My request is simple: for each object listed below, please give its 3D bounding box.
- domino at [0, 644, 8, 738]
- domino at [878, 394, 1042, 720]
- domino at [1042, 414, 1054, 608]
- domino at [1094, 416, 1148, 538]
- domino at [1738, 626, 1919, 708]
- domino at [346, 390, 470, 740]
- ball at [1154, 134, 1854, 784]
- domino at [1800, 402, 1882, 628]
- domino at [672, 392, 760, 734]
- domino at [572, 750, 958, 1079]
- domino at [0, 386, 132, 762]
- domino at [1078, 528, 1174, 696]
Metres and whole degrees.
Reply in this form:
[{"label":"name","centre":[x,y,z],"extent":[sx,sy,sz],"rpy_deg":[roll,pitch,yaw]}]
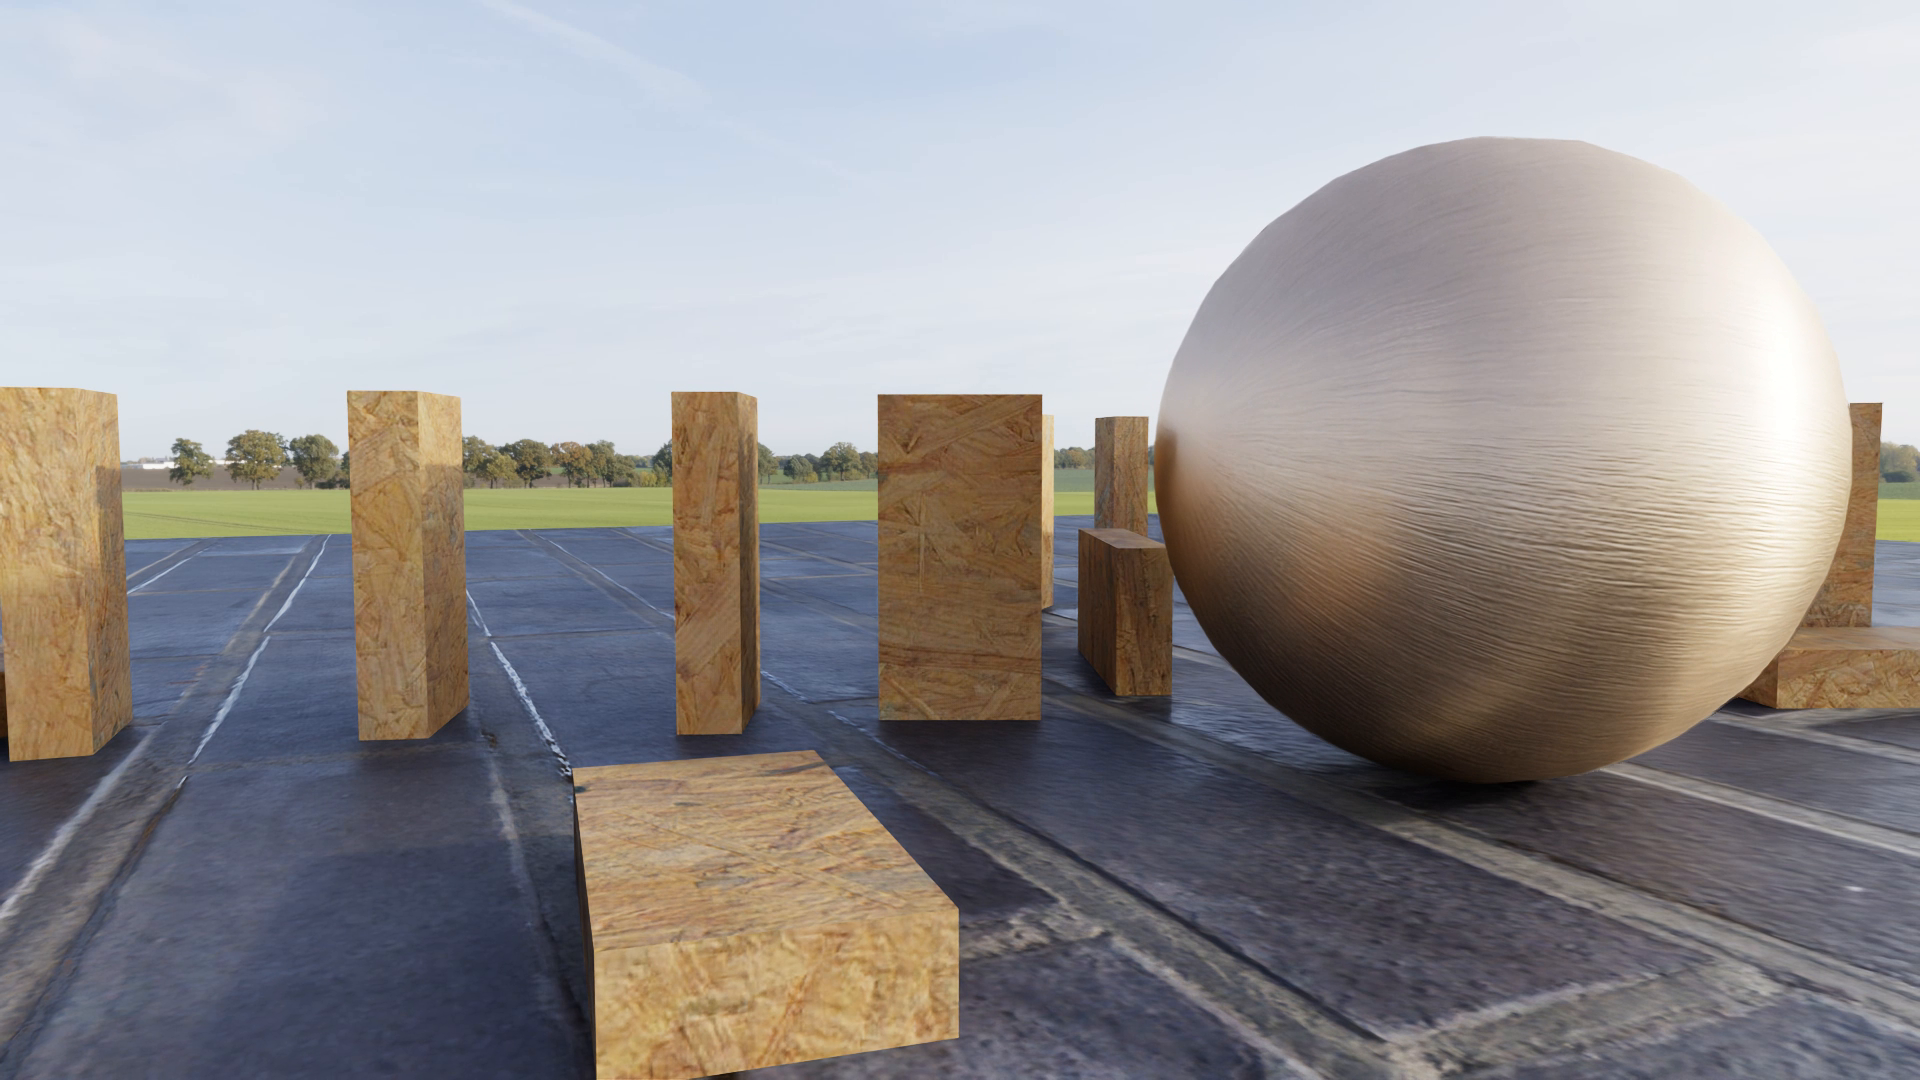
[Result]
[{"label":"domino","centre":[-0.152,0.024,0.186],"extent":[0.025,0.010,0.050],"rpy_deg":[1,4,13]},{"label":"domino","centre":[0.000,0.002,0.201],"extent":[0.025,0.050,0.010],"rpy_deg":[0,4,0]},{"label":"domino","centre":[0.011,-0.008,0.337],"extent":[0.025,0.050,0.010],"rpy_deg":[2,5,23]},{"label":"domino","centre":[0.046,-0.010,0.364],"extent":[0.010,0.050,0.025],"rpy_deg":[0,4,-6]},{"label":"domino","centre":[0.156,0.021,0.219],"extent":[0.050,0.010,0.025],"rpy_deg":[0,4,-2]},{"label":"domino","centre":[-0.083,0.003,0.195],"extent":[0.010,0.050,0.025],"rpy_deg":[-1,4,-8]},{"label":"ball","centre":[0.065,-0.010,0.163],"extent":[0.080,0.080,0.080],"rpy_deg":[0,4,0]},{"label":"domino","centre":[0.158,-0.001,0.244],"extent":[0.025,0.050,0.010],"rpy_deg":[2,5,21]},{"label":"domino","centre":[-0.037,0.003,0.199],"extent":[0.010,0.050,0.025],"rpy_deg":[0,4,-3]},{"label":"domino","centre":[-0.020,0.029,0.111],"extent":[0.025,0.010,0.050],"rpy_deg":[-1,5,-18]},{"label":"domino","centre":[-0.128,0.004,0.184],"extent":[0.009,0.050,0.025],"rpy_deg":[-2,5,-22]},{"label":"domino","centre":[0.030,0.012,0.241],"extent":[0.010,0.025,0.050],"rpy_deg":[0,4,-2]}]
